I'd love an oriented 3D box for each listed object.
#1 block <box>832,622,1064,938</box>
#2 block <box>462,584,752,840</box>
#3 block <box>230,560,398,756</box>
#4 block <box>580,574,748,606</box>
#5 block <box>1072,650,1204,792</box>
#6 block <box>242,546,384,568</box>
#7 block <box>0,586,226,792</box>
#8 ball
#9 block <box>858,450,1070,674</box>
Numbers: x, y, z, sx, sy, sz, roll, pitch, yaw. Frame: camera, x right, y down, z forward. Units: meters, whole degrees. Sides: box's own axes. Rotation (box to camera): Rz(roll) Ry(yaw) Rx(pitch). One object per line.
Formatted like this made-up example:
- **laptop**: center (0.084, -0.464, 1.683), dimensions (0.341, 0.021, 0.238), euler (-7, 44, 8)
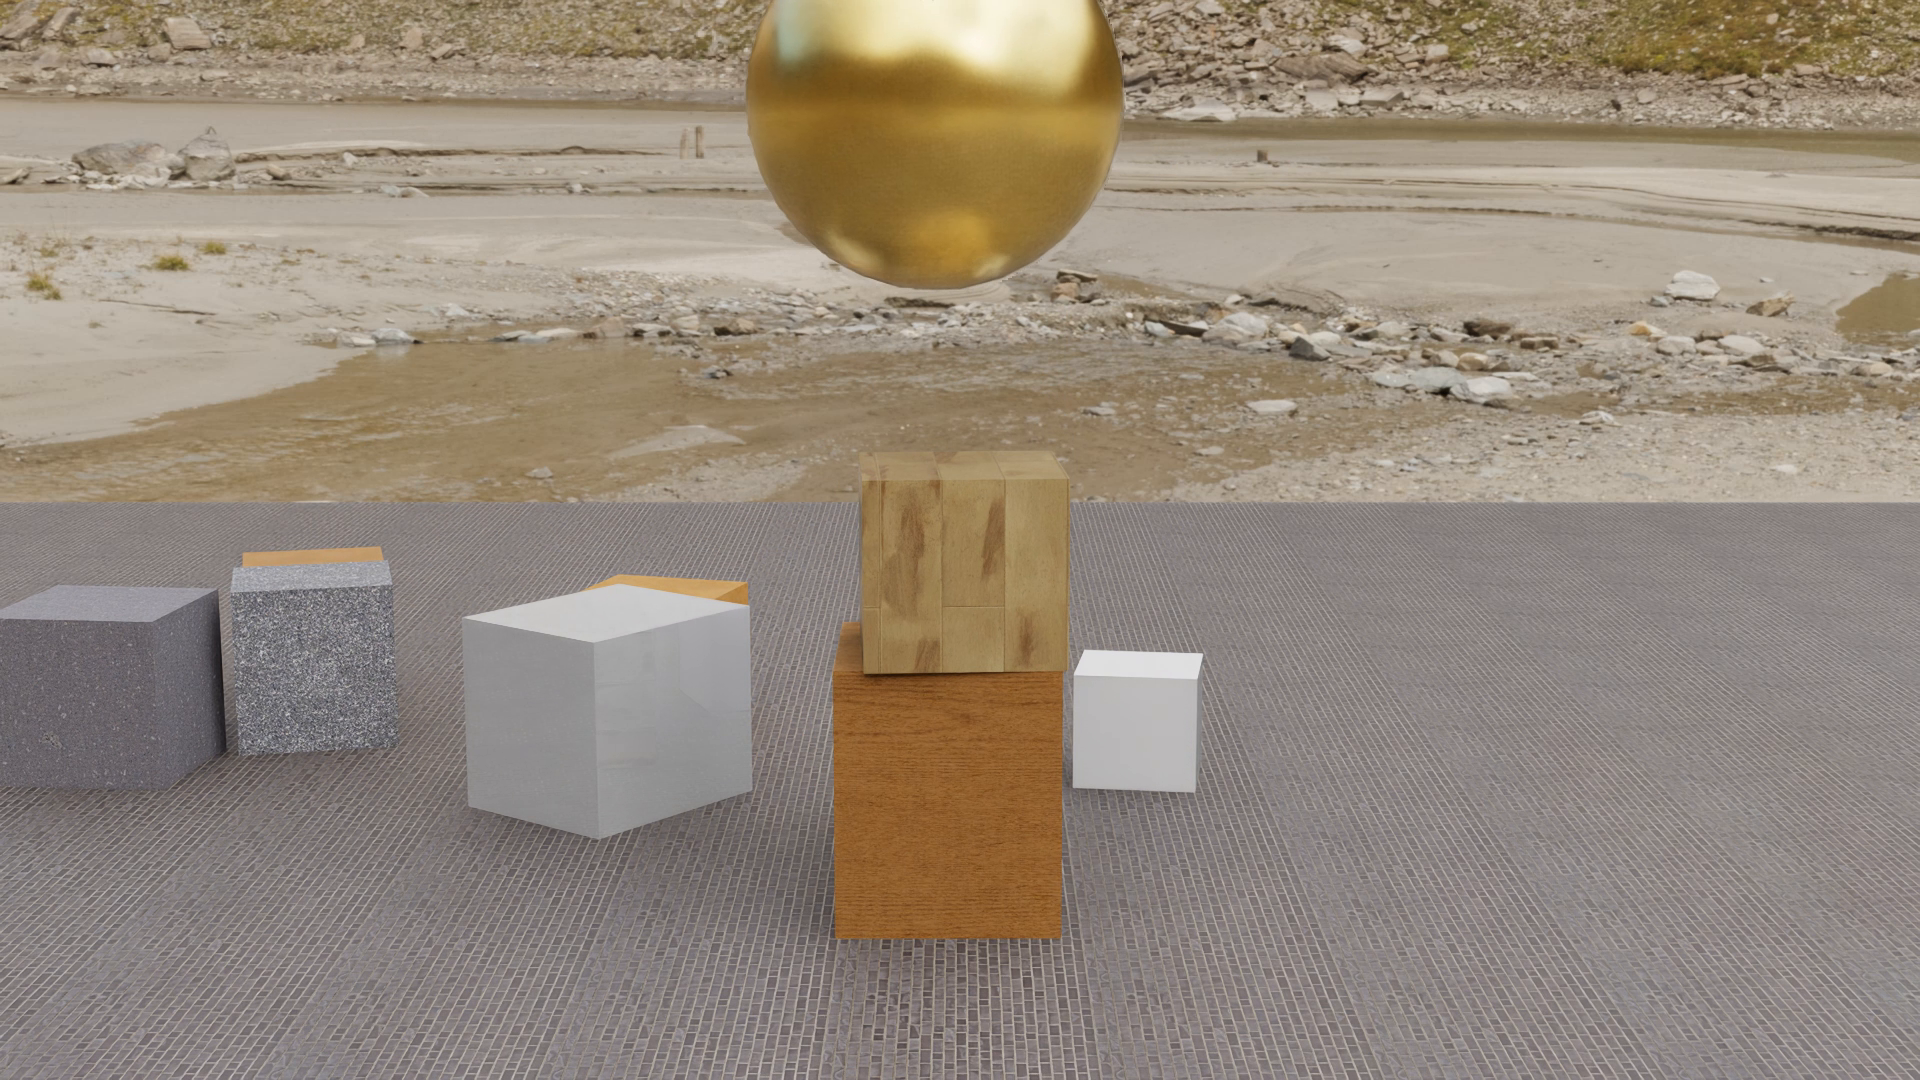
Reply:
- **block**: center (-0.049, 1.000, 10.911), dimensions (0.929, 1.129, 0.942), euler (0, 10, 0)
- **block**: center (-1.709, 0.807, 12.512), dimensions (0.900, 0.936, 1.054), euler (8, 13, 37)
- **block**: center (-3.451, 0.619, 13.733), dimensions (0.816, 0.868, 0.706), euler (-3, 11, -14)
- **block**: center (-1.677, 0.616, 14.259), dimensions (0.790, 0.686, 0.723), euler (3, 11, 17)
- **block**: center (0.903, 0.908, 12.958), dimensions (0.609, 0.577, 0.566), euler (1, 10, 8)
- **block**: center (-3.672, 0.503, 14.639), dimensions (0.776, 0.773, 0.773), euler (-3, 11, -15)
- **block**: center (-4.350, 0.741, 13.097), dimensions (0.874, 0.856, 0.837), euler (1, 10, 6)
- **ball**: center (-0.109, -1.857, 10.843), dimensions (1.600, 1.600, 1.600), euler (0, 10, 0)
- **block**: center (0.003, 0.077, 10.639), dimensions (0.828, 0.784, 0.780), euler (-1, 10, -3)
